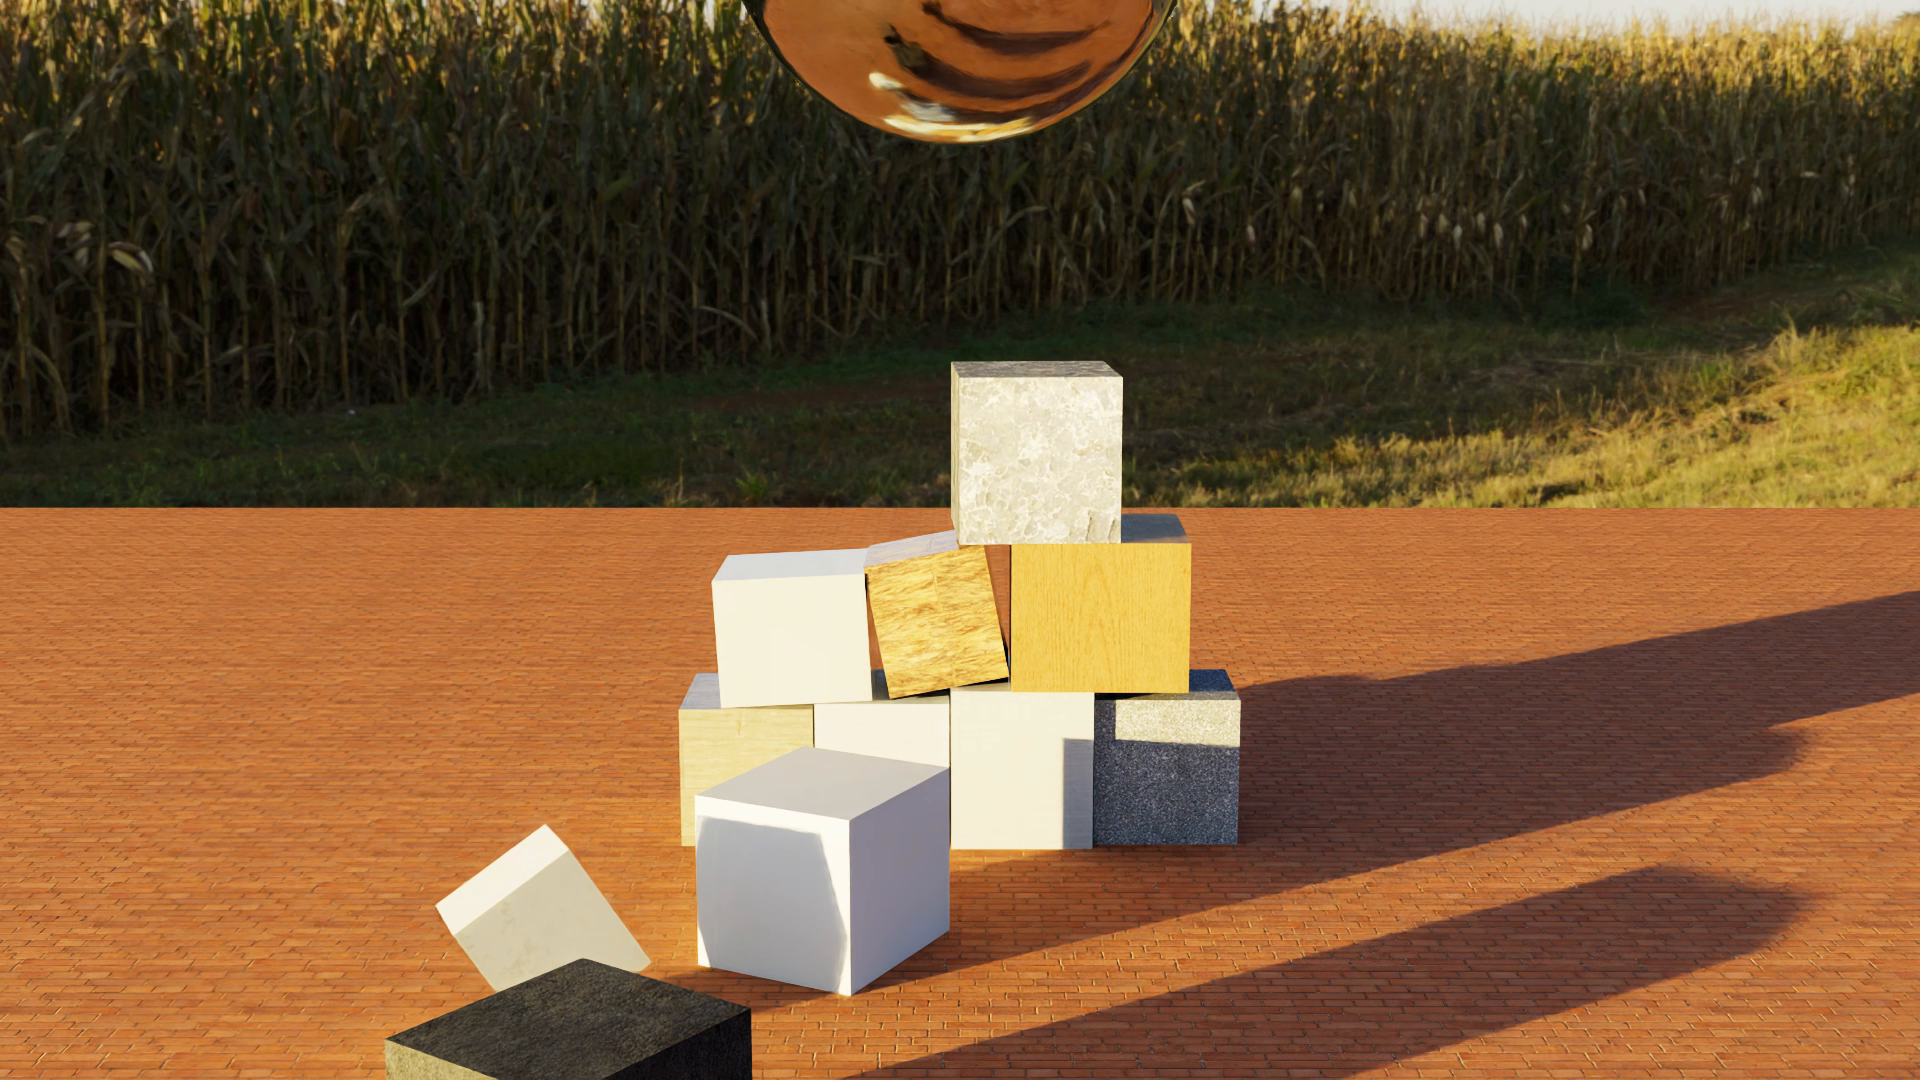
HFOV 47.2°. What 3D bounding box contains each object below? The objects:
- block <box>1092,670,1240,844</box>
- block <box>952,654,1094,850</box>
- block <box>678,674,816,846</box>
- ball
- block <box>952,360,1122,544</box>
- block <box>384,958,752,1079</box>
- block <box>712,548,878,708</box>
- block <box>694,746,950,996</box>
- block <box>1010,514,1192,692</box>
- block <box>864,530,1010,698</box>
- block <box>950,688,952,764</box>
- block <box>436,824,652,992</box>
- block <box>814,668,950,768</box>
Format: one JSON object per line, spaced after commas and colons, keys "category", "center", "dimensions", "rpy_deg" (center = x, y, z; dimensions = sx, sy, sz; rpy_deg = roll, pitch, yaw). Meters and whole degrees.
{"category": "block", "center": [1.037, 1.110, 11.366], "dimensions": [0.727, 0.749, 0.657], "rpy_deg": [0, 10, 0]}
{"category": "block", "center": [0.311, 1.079, 11.355], "dimensions": [0.707, 0.813, 0.798], "rpy_deg": [0, 10, 0]}
{"category": "block", "center": [-1.069, 1.125, 11.396], "dimensions": [0.666, 0.709, 0.761], "rpy_deg": [0, 10, 0]}
{"category": "ball", "center": [0.000, -2.129, 7.340], "dimensions": [1.600, 1.600, 1.600], "rpy_deg": [0, 10, 0]}
{"category": "block", "center": [0.369, -0.453, 11.045], "dimensions": [0.787, 0.813, 0.800], "rpy_deg": [-1, 10, -3]}
{"category": "block", "center": [-1.255, 1.902, 7.157], "dimensions": [0.775, 0.697, 0.871], "rpy_deg": [7, 13, 35]}
{"category": "block", "center": [-0.829, 0.441, 11.265], "dimensions": [0.756, 0.645, 0.689], "rpy_deg": [-3, 10, 1]}
{"category": "block", "center": [-0.587, 1.421, 9.629], "dimensions": [0.760, 0.759, 0.878], "rpy_deg": [5, 12, 27]}
{"category": "block", "center": [0.696, 0.307, 11.233], "dimensions": [0.877, 0.750, 0.871], "rpy_deg": [0, 10, 1]}
{"category": "block", "center": [-0.113, 0.355, 11.201], "dimensions": [0.605, 0.682, 0.582], "rpy_deg": [-11, 10, 3]}
{"category": "block", "center": [-0.181, 1.049, 12.688], "dimensions": [0.408, 0.396, 0.384], "rpy_deg": [-1, 10, -7]}
{"category": "block", "center": [-1.655, 1.559, 8.713], "dimensions": [0.535, 0.569, 0.528], "rpy_deg": [-37, 15, -14]}
{"category": "block", "center": [-0.390, 1.113, 11.394], "dimensions": [0.671, 0.734, 0.749], "rpy_deg": [0, 10, 0]}
